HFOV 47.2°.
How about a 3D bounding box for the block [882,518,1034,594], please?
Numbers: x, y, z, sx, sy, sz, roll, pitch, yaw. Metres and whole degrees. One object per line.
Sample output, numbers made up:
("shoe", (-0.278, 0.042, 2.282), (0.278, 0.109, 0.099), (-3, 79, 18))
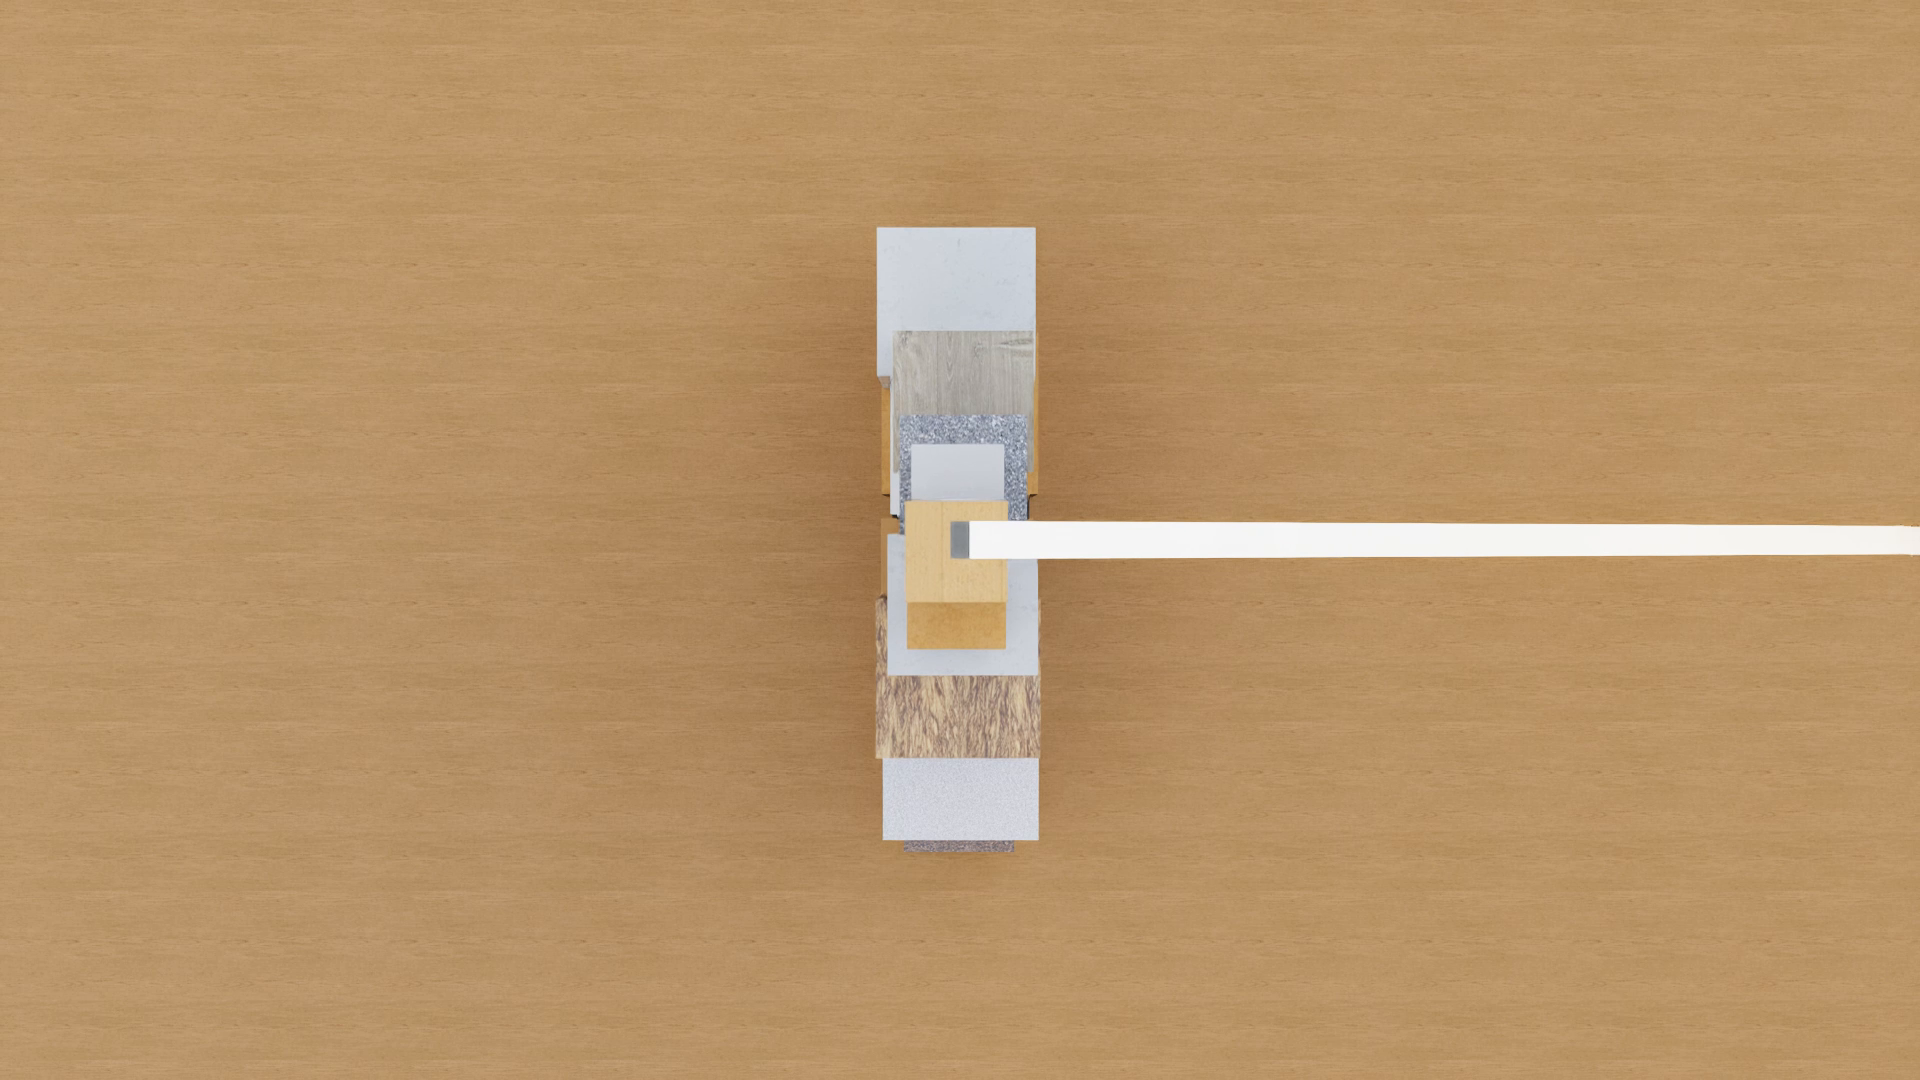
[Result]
("block", (-0.013, 0.317, 11.933), (0.802, 0.737, 0.873), (0, 91, 0))

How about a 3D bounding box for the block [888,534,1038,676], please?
("block", (0.013, 0.296, 10.434), (0.692, 0.601, 0.650), (0, 91, 0))

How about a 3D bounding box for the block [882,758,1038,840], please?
("block", (0.004, 1.173, 11.969), (0.823, 0.696, 0.826), (0, 90, 0))

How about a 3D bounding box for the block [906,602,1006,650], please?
("block", (-0.016, 0.256, 9.875), (0.433, 0.516, 0.442), (0, 91, 0))

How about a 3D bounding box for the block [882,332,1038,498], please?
("block", (-0.001, -0.696, 12.536), (0.860, 0.928, 0.886), (0, 90, 0))

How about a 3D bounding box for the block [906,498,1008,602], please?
("block", (-0.015, 0.041, 9.415), (0.431, 0.365, 0.423), (0, 93, 0))

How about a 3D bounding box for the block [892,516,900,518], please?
("block", (0.004, 0.137, 12.652), (0.762, 0.697, 0.760), (0, 90, 0))

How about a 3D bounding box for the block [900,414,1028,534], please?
("block", (0.016, -0.305, 10.274), (0.581, 0.482, 0.547), (0, 92, 0))

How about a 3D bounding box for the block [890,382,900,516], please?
("block", (-0.007, -0.477, 11.724), (0.705, 0.696, 0.688), (0, 90, 0))

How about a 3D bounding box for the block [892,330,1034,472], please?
("block", (0.015, -0.688, 10.850), (0.673, 0.703, 0.681), (0, 94, 0))

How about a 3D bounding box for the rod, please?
("rod", (2.212, 0.000, 6.084), (5.200, 0.080, 0.080), (0, 90, -32))

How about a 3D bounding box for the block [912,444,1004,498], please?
("block", (-0.010, -0.198, 9.813), (0.403, 0.446, 0.456), (0, 92, 0))

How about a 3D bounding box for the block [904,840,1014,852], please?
("block", (-0.005, 1.427, 12.659), (0.621, 0.683, 0.642), (0, 90, 0))

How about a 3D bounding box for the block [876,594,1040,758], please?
("block", (-0.009, 0.673, 11.153), (0.805, 0.830, 0.777), (0, 91, 0))

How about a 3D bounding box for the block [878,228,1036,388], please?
("block", (-0.019, -1.211, 11.633), (0.806, 0.879, 0.755), (0, 90, 0))
